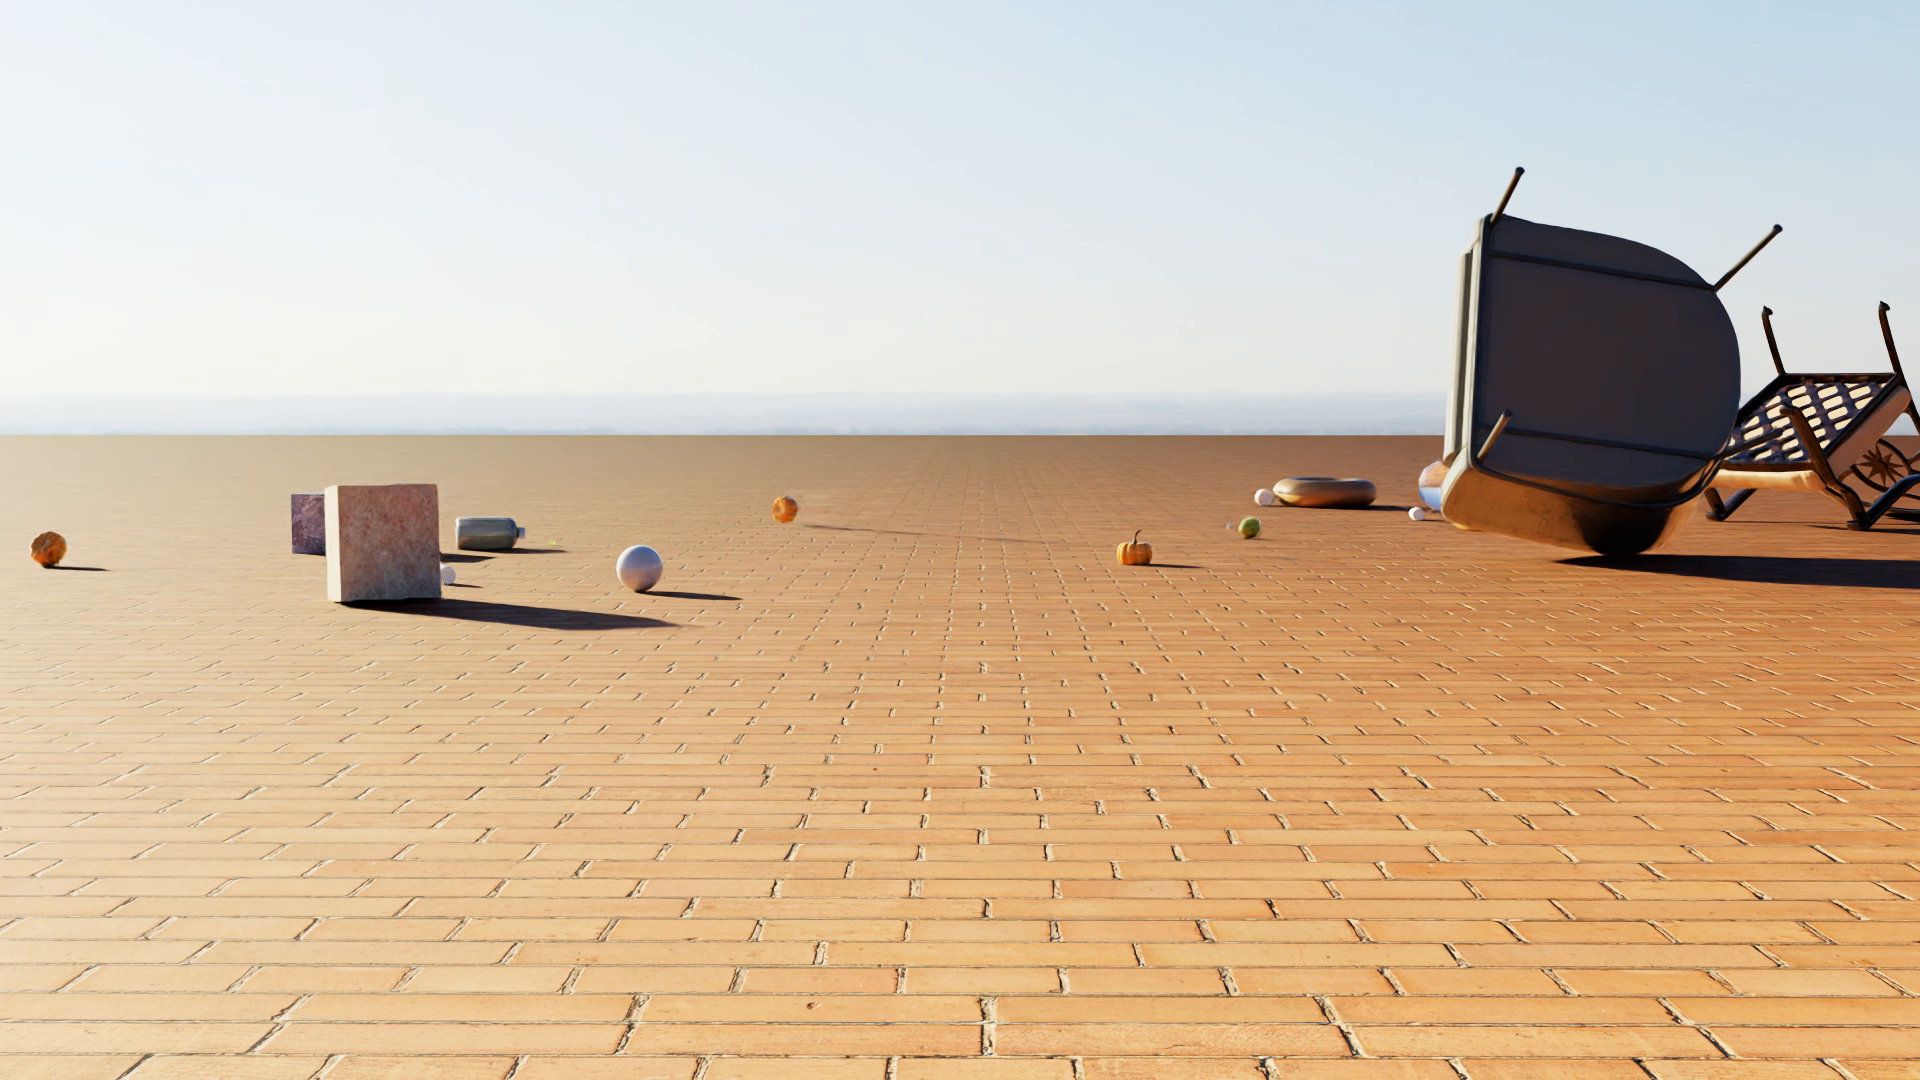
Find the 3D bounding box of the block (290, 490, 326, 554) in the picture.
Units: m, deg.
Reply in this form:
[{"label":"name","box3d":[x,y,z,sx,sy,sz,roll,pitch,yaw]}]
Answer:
[{"label":"block","box3d":[-1.717,-0.050,6.091,0.200,0.162,0.193,0,4,5]}]

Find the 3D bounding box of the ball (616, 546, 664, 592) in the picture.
[{"label":"ball","box3d":[-0.710,0.063,4.878,0.103,0.103,0.103,0,4,0]}]

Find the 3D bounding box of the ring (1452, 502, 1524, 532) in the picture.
[{"label":"ring","box3d":[1.674,-0.072,6.974,0.161,0.088,0.249,-5,5,-37]}]

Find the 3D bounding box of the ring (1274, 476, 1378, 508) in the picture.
[{"label":"ring","box3d":[1.402,-0.183,8.451,0.373,0.105,0.441,-3,5,-25]}]

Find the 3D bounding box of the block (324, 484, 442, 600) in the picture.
[{"label":"block","box3d":[-1.220,0.005,4.646,0.206,0.238,0.159,-2,0,-25]}]

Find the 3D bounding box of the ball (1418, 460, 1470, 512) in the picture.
[{"label":"ball","box3d":[1.772,-0.196,8.050,0.186,0.186,0.186,0,4,0]}]
